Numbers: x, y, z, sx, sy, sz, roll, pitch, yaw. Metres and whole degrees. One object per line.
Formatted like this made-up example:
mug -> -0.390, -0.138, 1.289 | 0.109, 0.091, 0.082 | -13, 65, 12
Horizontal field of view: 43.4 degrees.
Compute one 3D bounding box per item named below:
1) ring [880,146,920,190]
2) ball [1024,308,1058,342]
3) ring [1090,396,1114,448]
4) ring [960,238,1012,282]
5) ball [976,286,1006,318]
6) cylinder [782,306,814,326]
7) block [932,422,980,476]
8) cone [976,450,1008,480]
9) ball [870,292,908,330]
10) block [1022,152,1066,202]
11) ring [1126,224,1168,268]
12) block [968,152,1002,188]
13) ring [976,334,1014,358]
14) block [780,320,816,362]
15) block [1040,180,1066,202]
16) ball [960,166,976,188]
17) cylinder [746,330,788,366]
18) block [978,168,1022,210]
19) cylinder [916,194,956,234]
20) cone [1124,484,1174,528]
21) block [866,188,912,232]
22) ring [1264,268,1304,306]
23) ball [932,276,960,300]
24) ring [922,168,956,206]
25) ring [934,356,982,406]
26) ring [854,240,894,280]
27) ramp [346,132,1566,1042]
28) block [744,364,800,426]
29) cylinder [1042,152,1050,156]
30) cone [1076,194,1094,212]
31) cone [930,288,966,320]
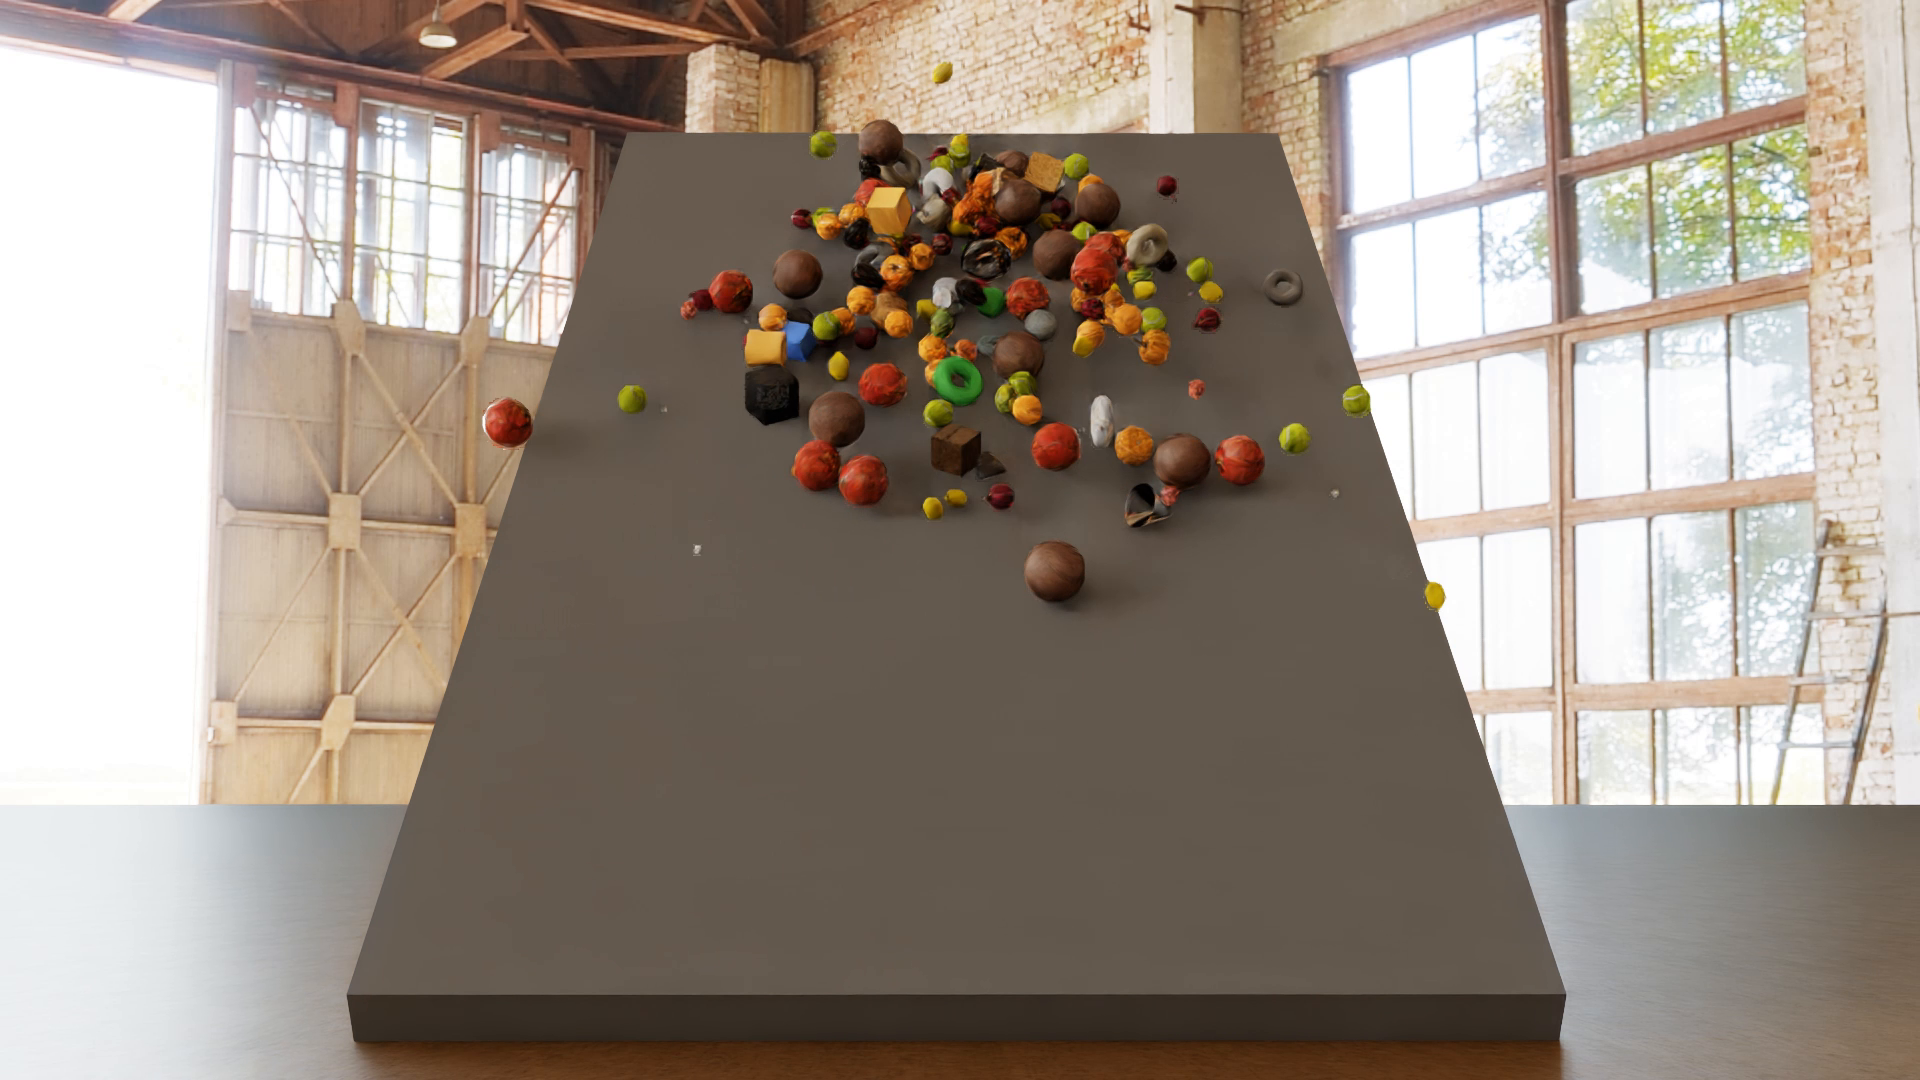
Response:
ring -> -0.174, -1.078, 7.013 | 0.130, 0.130, 0.043 | 3, -3, -24
ball -> 0.205, -0.544, 6.114 | 0.082, 0.082, 0.082 | 0, -6, 0
ring -> 0.329, -0.274, 5.587 | 0.040, 0.121, 0.121 | -1, -6, -6
ring -> 0.070, -0.743, 6.415 | 0.137, 0.046, 0.137 | -5, -41, -4
ball -> 0.079, -0.615, 6.241 | 0.078, 0.078, 0.078 | 0, -6, 0
cylinder -> -0.409, -0.550, 6.107 | 0.075, 0.075, 0.075 | 0, 9, -1
block -> -0.008, -0.206, 5.528 | 0.081, 0.081, 0.081 | 18, 34, 28
cone -> 0.083, -0.162, 5.444 | 0.066, 0.066, 0.066 | 17, 4, 33
ball -> -0.182, -0.584, 6.164 | 0.100, 0.100, 0.100 | 0, -6, 0
block -> 0.234, -1.016, 6.757 | 0.095, 0.095, 0.095 | 19, -7, 4
ring -> 0.489, -0.768, 6.308 | 0.122, 0.122, 0.041 | 5, 28, -37
block -> 0.071, -1.041, 6.842 | 0.066, 0.066, 0.066 | 29, -51, -12
ring -> 0.088, -0.487, 6.067 | 0.092, 0.031, 0.092 | 1, 31, -1
block -> -0.408, -0.496, 6.023 | 0.066, 0.066, 0.066 | 13, -34, 21
block -> 0.253, -1.014, 6.901 | 0.059, 0.059, 0.059 | -33, -8, -38
ball -> 0.033, -1.057, 7.022 | 0.065, 0.065, 0.065 | 0, -6, 0
cylinder -> -0.472, -0.467, 5.900 | 0.087, 0.087, 0.087 | 4, -6, 6
block -> 0.113, -0.979, 6.727 | 0.080, 0.080, 0.080 | 22, -18, -39
cylinder -> -0.066, -0.904, 6.684 | 0.081, 0.081, 0.081 | 38, 8, -6
cone -> 0.431, -0.065, 5.297 | 0.100, 0.100, 0.100 | 15, -14, -35
block -> -0.190, -0.886, 6.490 | 0.085, 0.085, 0.085 | 3, -42, 22
ring -> 0.847, -0.663, 6.322 | 0.104, 0.104, 0.035 | 0, -12, 4
ball -> -0.034, -0.651, 6.308 | 0.073, 0.073, 0.073 | 0, -6, 0
ring -> -0.059, -0.986, 6.837 | 0.045, 0.134, 0.134 | -8, 0, -36
ring -> -0.005, -0.383, 5.815 | 0.128, 0.128, 0.043 | 3, -23, -26
ring -> -0.230, -0.750, 6.461 | 0.123, 0.123, 0.041 | -5, -39, 41
ramp -> -0.013, -0.210, 5.716 | 2.000, 0.100, 4.000 | 0, 30, 0
block -> -0.447, -0.345, 5.745 | 0.096, 0.096, 0.096 | -18, 39, -28
cylinder -> 0.245, -1.105, 7.108 | 0.052, 0.052, 0.052 | 11, -47, 13
cone -> 0.345, -0.944, 6.833 | 0.051, 0.051, 0.051 | -22, -19, 38
cone -> -0.017, -0.603, 6.260 | 0.084, 0.084, 0.084 | 13, -13, -37
